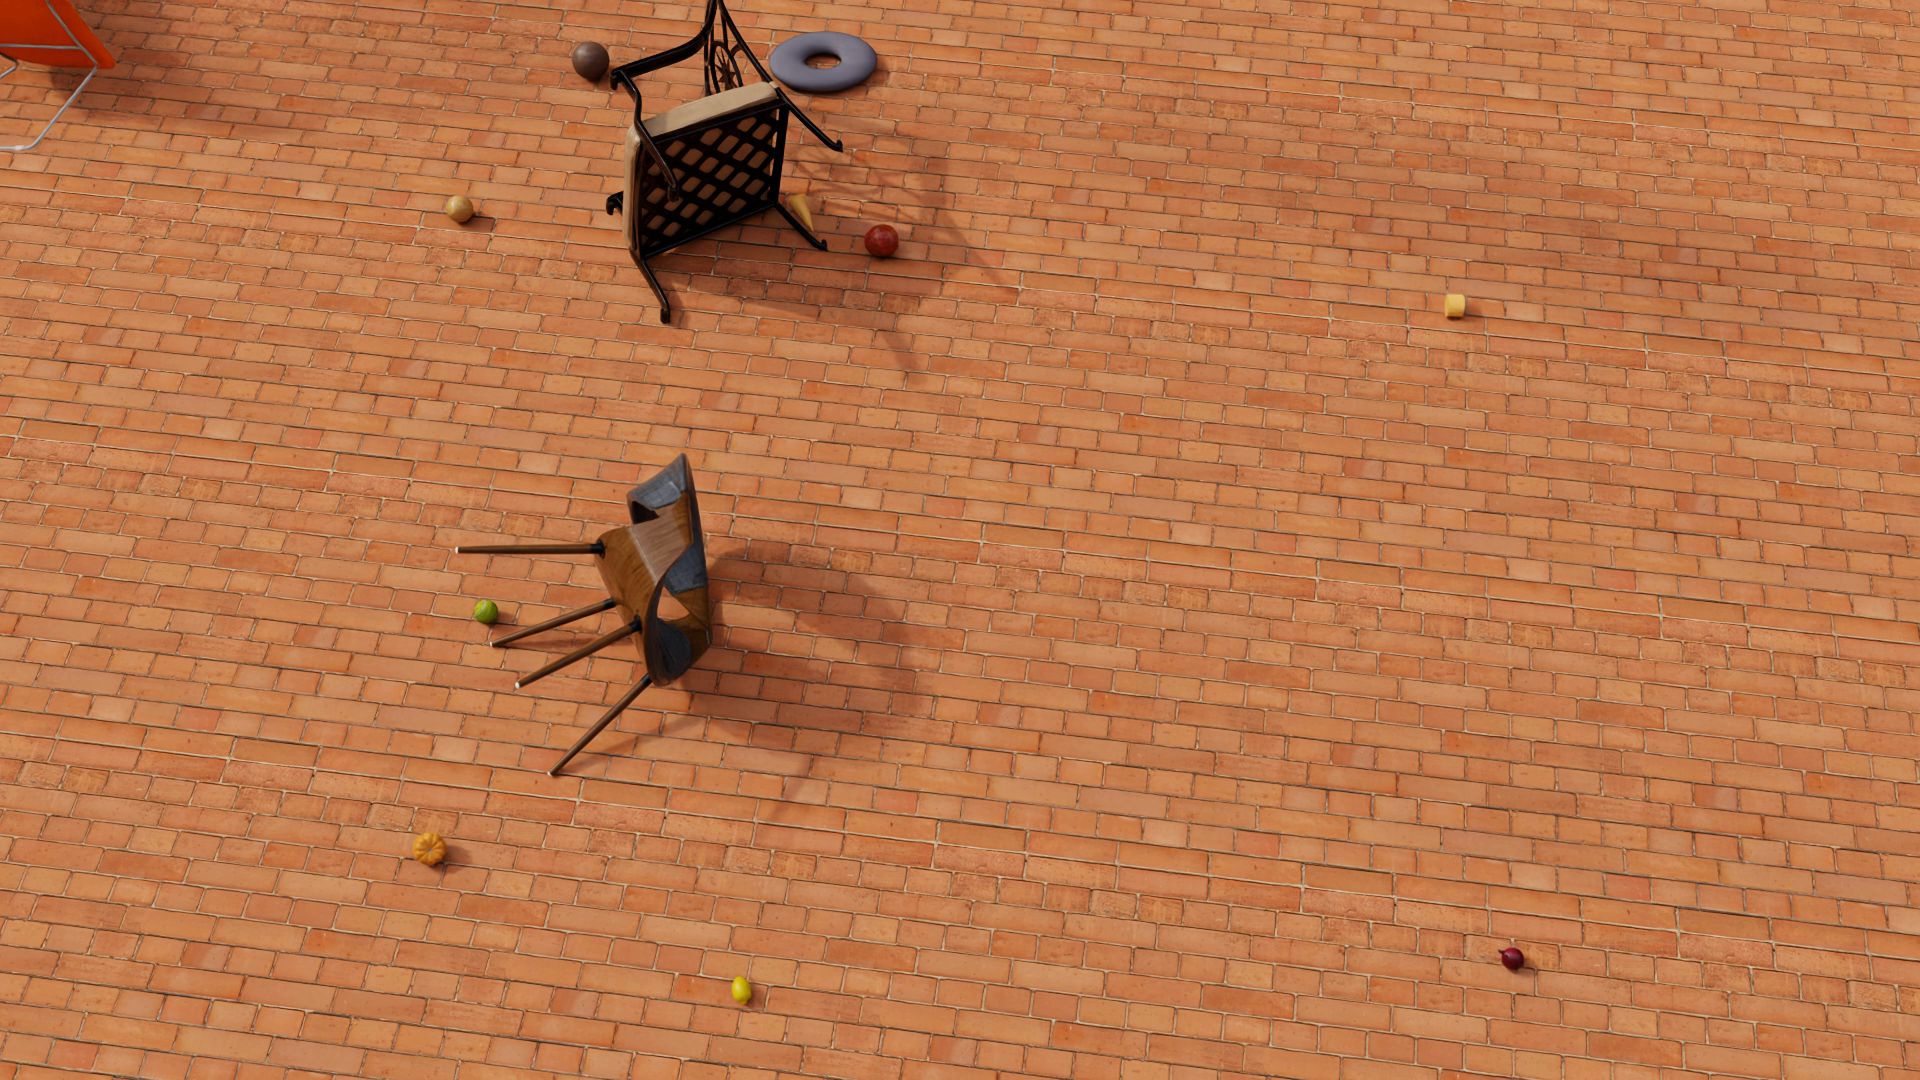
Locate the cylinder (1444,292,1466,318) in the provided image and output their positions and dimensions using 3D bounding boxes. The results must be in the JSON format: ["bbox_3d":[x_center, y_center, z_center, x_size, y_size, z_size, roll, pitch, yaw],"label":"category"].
[{"bbox_3d":[1.584,-0.750,7.040,0.050,0.060,0.074,-17,80,11],"label":"cylinder"}]

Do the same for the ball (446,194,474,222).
[{"bbox_3d":[-1.650,-1.093,7.253,0.090,0.090,0.090,0,56,0],"label":"ball"}]

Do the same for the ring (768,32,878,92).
[{"bbox_3d":[-0.477,-1.666,7.655,0.379,0.062,0.283,-3,56,-2],"label":"ring"}]
